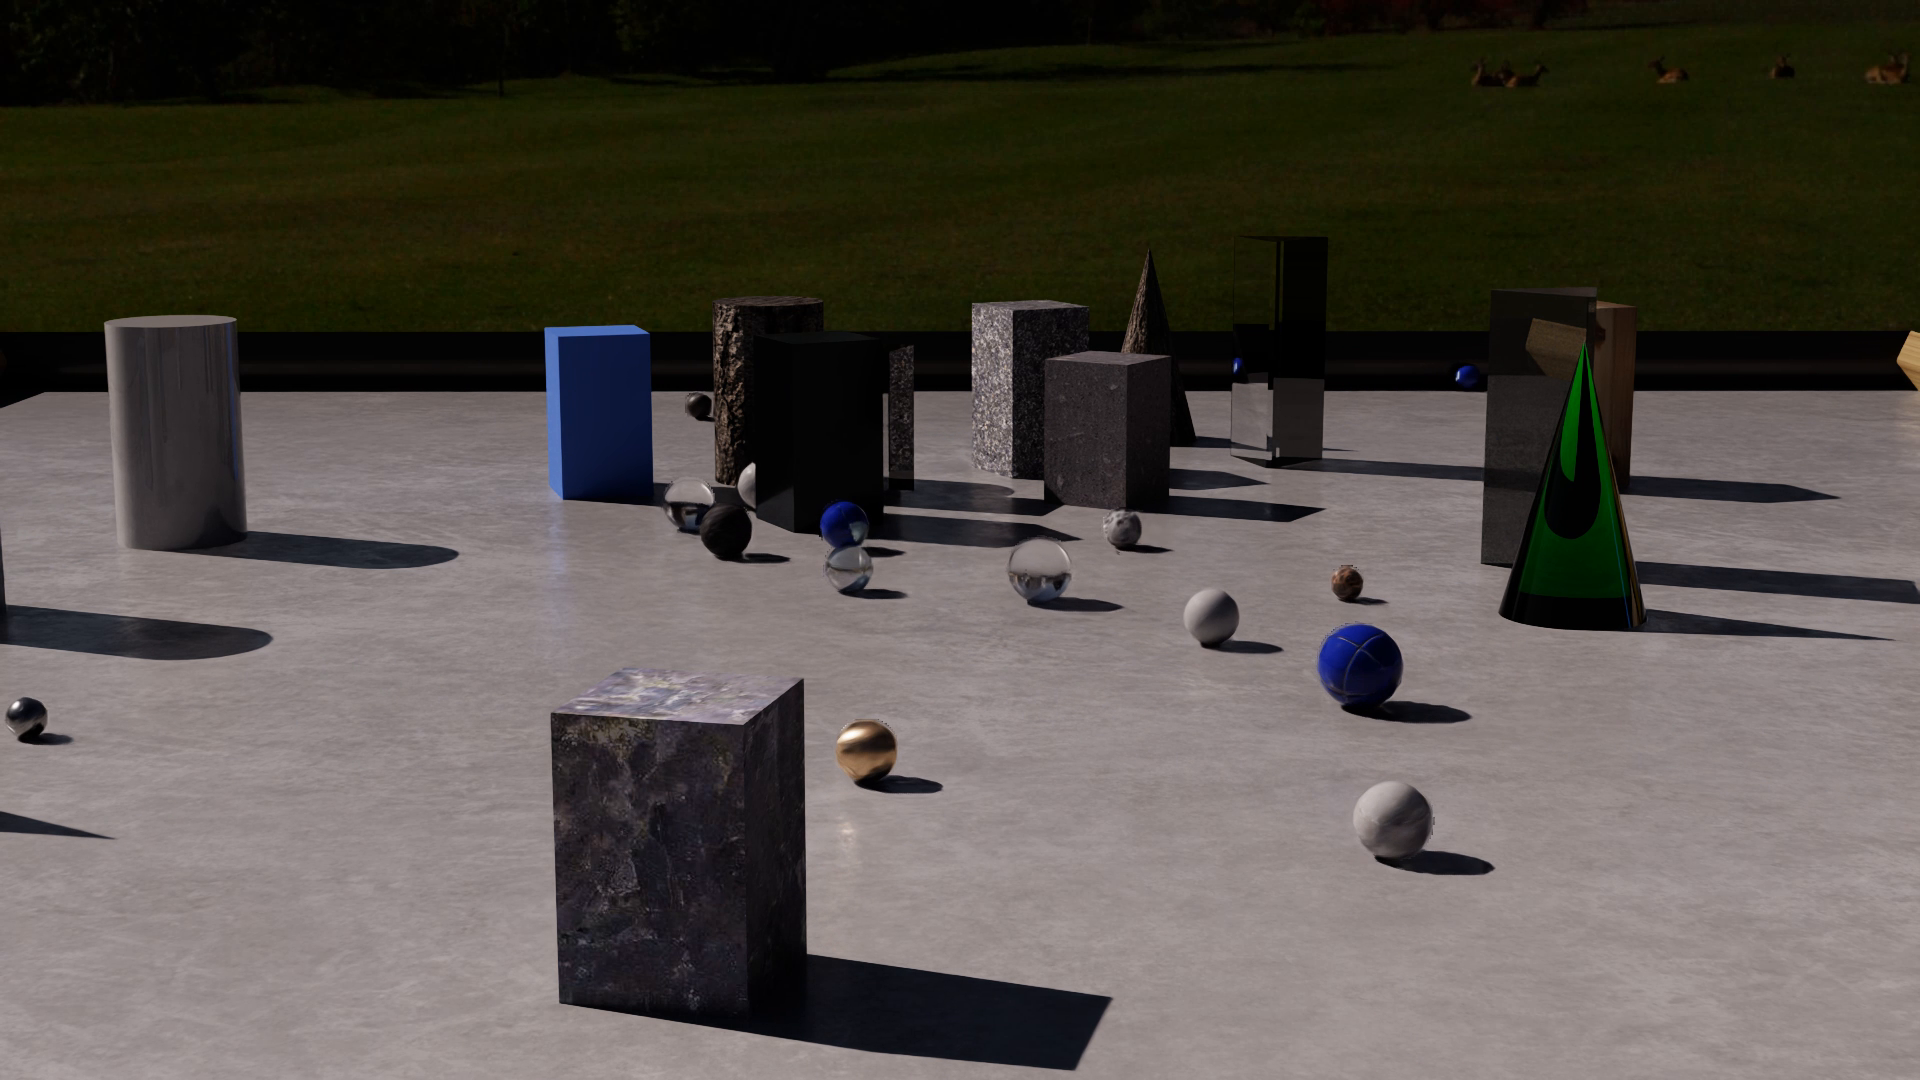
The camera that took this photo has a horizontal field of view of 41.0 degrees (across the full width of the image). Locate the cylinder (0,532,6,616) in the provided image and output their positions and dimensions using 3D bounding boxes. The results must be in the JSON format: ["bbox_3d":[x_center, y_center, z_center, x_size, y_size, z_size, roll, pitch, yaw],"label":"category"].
[{"bbox_3d":[-1.379,-0.086,3.396,0.194,0.381,0.194,0,11,0],"label":"cylinder"}]

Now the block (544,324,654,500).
[{"bbox_3d":[-0.621,-0.222,4.414,0.156,0.277,0.156,-3,11,-17],"label":"block"}]

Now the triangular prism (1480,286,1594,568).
[{"bbox_3d":[0.880,-0.163,3.747,0.168,0.404,0.146,10,15,44],"label":"triangular prism"}]

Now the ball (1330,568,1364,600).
[{"bbox_3d":[0.533,0.060,3.529,0.044,0.044,0.044,0,11,0],"label":"ball"}]

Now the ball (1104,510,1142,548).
[{"bbox_3d":[0.248,-0.017,3.907,0.058,0.058,0.058,0,11,0],"label":"ball"}]

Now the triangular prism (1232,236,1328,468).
[{"bbox_3d":[0.566,-0.353,4.750,0.146,0.412,0.168,9,14,41],"label":"triangular prism"}]

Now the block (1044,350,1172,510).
[{"bbox_3d":[0.248,-0.186,4.313,0.156,0.242,0.156,7,12,31],"label":"block"}]

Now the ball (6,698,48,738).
[{"bbox_3d":[-1.021,0.195,2.807,0.044,0.044,0.044,0,11,0],"label":"ball"}]

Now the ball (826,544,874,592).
[{"bbox_3d":[-0.154,0.040,3.578,0.067,0.067,0.067,0,11,0],"label":"ball"}]

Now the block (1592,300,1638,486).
[{"bbox_3d":[1.072,-0.258,4.508,0.156,0.313,0.156,-3,11,-18],"label":"block"}]

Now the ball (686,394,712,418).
[{"bbox_3d":[-0.541,-0.278,5.329,0.053,0.053,0.053,0,11,0],"label":"ball"}]

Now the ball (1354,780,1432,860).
[{"bbox_3d":[0.401,0.260,2.378,0.073,0.073,0.073,0,11,0],"label":"ball"}]

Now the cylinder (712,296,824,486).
[{"bbox_3d":[-0.337,-0.264,4.531,0.194,0.316,0.194,0,11,0],"label":"cylinder"}]

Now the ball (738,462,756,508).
[{"bbox_3d":[-0.326,-0.090,4.237,0.081,0.081,0.081,0,11,0],"label":"ball"}]

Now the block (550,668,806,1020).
[{"bbox_3d":[-0.221,0.238,2.050,0.156,0.235,0.156,3,11,13],"label":"block"}]

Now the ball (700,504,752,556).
[{"bbox_3d":[-0.350,-0.014,3.838,0.078,0.078,0.078,0,11,0],"label":"ball"}]

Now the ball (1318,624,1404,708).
[{"bbox_3d":[0.458,0.145,2.933,0.097,0.097,0.097,0,11,0],"label":"ball"}]

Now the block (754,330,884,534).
[{"bbox_3d":[-0.227,-0.176,4.110,0.156,0.298,0.156,-5,12,-27],"label":"block"}]

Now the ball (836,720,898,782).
[{"bbox_3d":[-0.096,0.217,2.633,0.064,0.064,0.064,0,11,0],"label":"ball"}]

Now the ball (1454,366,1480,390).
[{"bbox_3d":[1.145,-0.366,5.795,0.056,0.056,0.056,0,11,0],"label":"ball"}]

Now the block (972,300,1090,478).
[{"bbox_3d":[0.126,-0.275,4.640,0.156,0.299,0.156,-5,12,-27],"label":"block"}]

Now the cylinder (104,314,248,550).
[{"bbox_3d":[-1.207,-0.168,3.954,0.194,0.339,0.194,0,11,0],"label":"cylinder"}]

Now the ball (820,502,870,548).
[{"bbox_3d":[-0.175,-0.021,3.888,0.074,0.074,0.074,0,11,0],"label":"ball"}]

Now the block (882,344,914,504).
[{"bbox_3d":[-0.179,-0.201,4.366,0.156,0.253,0.156,4,11,20],"label":"block"}]

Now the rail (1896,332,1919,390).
[{"bbox_3d":[2.156,0.030,3.461,0.045,0.126,4.862,0,11,0],"label":"rail"}]

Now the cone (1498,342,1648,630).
[{"bbox_3d":[0.820,-0.081,3.402,0.194,0.369,0.194,0,11,0],"label":"cone"}]

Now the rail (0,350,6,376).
[{"bbox_3d":[-2.156,0.035,3.437,0.045,0.126,4.862,0,11,0],"label":"rail"}]

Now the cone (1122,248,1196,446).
[{"bbox_3d":[0.367,-0.384,5.009,0.194,0.378,0.194,0,11,0],"label":"cone"}]

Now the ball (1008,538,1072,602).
[{"bbox_3d":[0.110,0.042,3.509,0.088,0.088,0.088,0,11,0],"label":"ball"}]

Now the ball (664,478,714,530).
[{"bbox_3d":[-0.429,-0.056,4.059,0.080,0.080,0.080,0,11,0],"label":"ball"}]

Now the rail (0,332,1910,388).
[{"bbox_3d":[-0.014,-0.407,5.816,4.359,0.126,0.045,0,11,0],"label":"rail"}]

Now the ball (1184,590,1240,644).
[{"bbox_3d":[0.319,0.098,3.255,0.071,0.071,0.071,0,11,0],"label":"ball"}]
